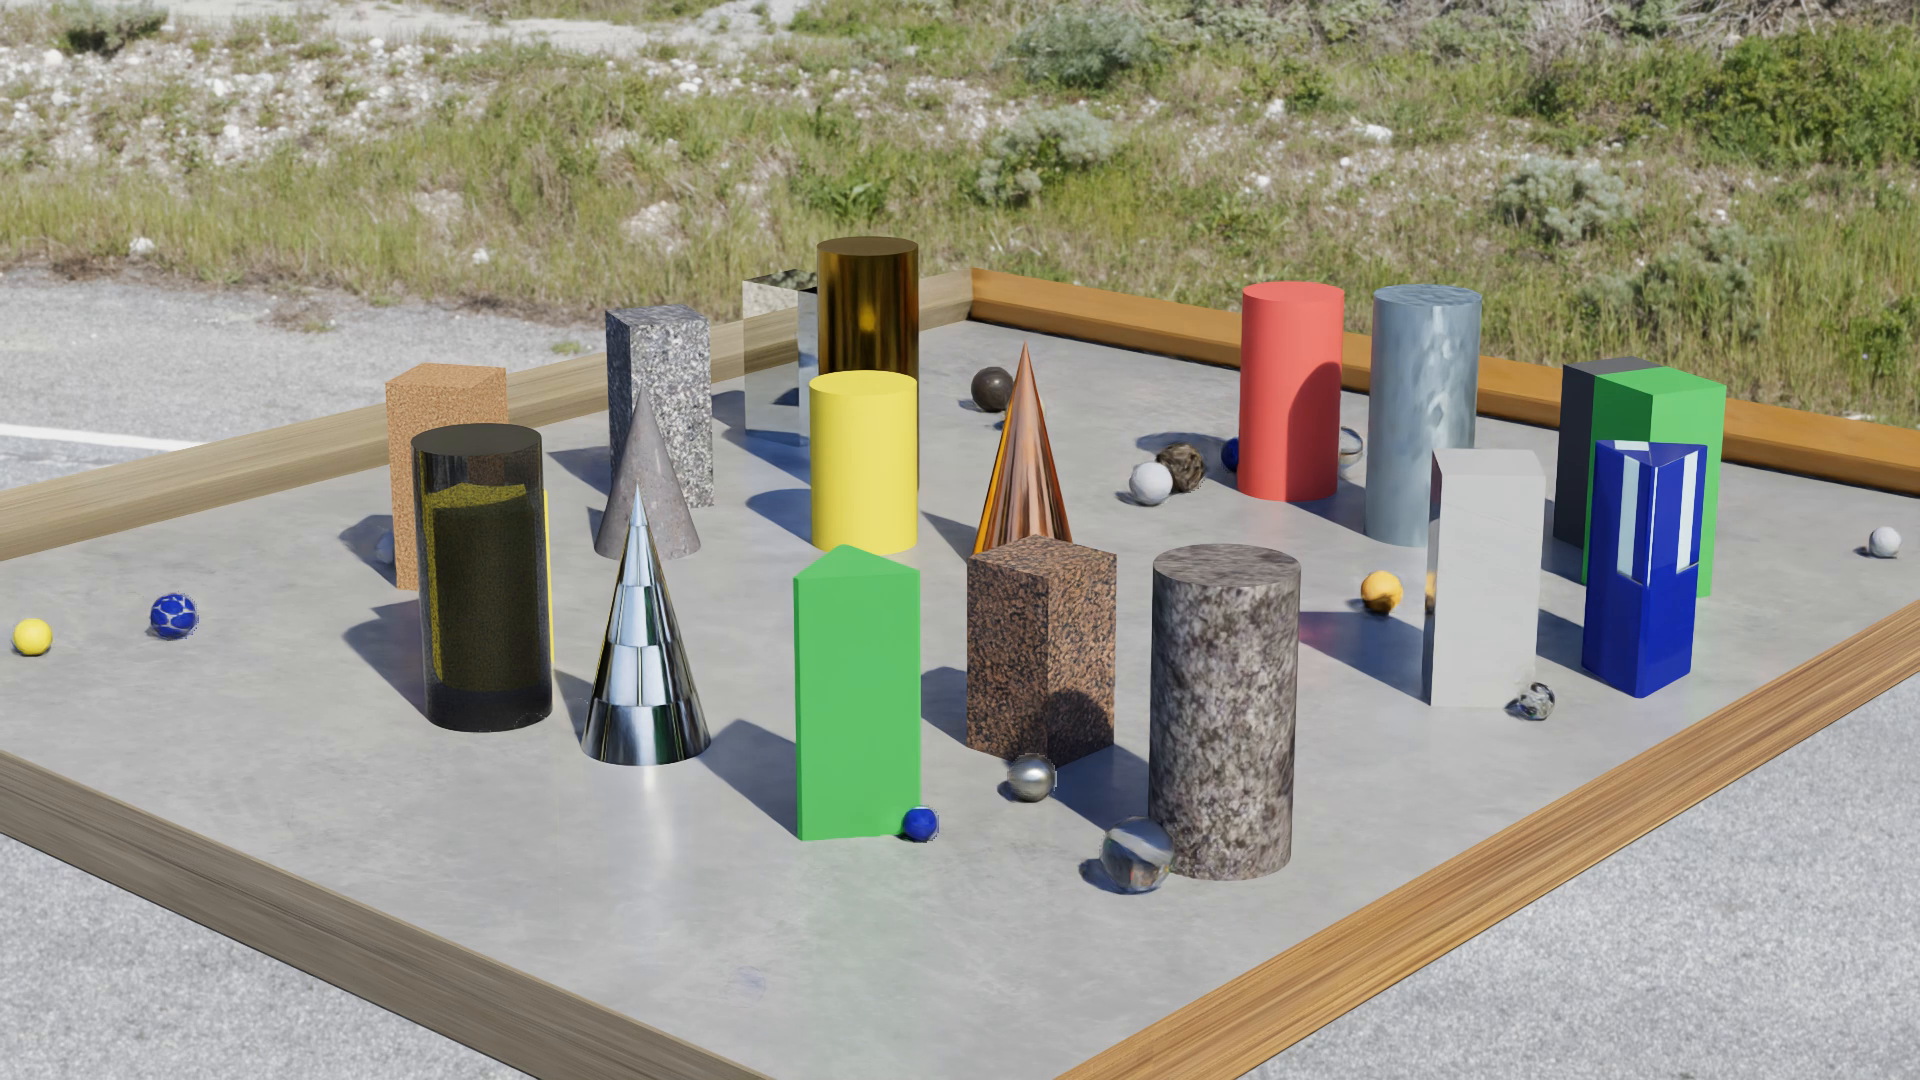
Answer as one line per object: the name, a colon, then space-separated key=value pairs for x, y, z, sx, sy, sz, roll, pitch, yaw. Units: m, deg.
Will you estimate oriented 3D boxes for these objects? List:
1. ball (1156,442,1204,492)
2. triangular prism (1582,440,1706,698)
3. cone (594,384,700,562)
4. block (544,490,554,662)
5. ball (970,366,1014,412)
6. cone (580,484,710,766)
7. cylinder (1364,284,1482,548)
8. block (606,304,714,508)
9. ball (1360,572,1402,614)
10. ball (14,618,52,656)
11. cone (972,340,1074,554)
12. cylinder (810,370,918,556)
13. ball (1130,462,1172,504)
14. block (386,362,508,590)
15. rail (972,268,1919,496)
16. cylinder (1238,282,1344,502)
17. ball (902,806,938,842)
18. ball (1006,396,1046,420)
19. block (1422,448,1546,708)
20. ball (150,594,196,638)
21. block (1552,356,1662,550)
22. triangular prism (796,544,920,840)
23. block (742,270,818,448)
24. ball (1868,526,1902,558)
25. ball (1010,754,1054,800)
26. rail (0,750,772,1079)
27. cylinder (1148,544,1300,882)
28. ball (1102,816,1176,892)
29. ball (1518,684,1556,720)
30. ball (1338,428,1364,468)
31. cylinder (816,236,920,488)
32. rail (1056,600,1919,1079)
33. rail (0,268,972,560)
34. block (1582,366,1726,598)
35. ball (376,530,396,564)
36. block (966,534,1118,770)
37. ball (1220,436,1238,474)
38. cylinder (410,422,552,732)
ball: x=0.431 y=-0.143 z=5.757 sx=0.098 sy=0.098 sz=0.098 roll=0 pitch=17 yaw=0
triangular prism: x=1.069 y=0.036 z=4.675 sx=0.148 sy=0.379 sz=0.170 roll=14 pitch=22 yaw=38
cone: x=-0.577 y=-0.138 z=5.366 sx=0.197 sy=0.313 sz=0.197 roll=0 pitch=17 yaw=0
block: x=-0.773 y=0.056 z=4.764 sx=0.157 sy=0.290 sz=0.157 roll=-12 pitch=21 yaw=-35
ball: x=0.072 y=-0.329 z=6.375 sx=0.097 sy=0.097 sz=0.097 roll=0 pitch=17 yaw=0
cone: x=-0.475 y=0.111 z=4.375 sx=0.197 sy=0.409 sz=0.197 roll=0 pitch=17 yaw=0
cylinder: x=0.856 y=-0.231 z=5.432 sx=0.197 sy=0.454 sz=0.197 roll=0 pitch=17 yaw=0
block: x=-0.579 y=-0.254 z=5.656 sx=0.157 sy=0.368 sz=0.157 roll=-7 pitch=18 yaw=-23
ball: x=0.723 y=0.089 z=5.030 sx=0.072 sy=0.072 sz=0.072 roll=0 pitch=17 yaw=0
ball: x=-1.523 y=0.159 z=4.817 sx=0.062 sy=0.062 sz=0.062 roll=0 pitch=17 yaw=0
cone: x=0.115 y=-0.155 z=5.239 sx=0.197 sy=0.419 sz=0.197 roll=0 pitch=17 yaw=0
cylinder: x=-0.177 y=-0.143 z=5.403 sx=0.197 sy=0.301 sz=0.197 roll=0 pitch=17 yaw=0
ball: x=0.369 y=-0.111 z=5.672 sx=0.084 sy=0.084 sz=0.084 roll=0 pitch=17 yaw=0
block: x=-0.896 y=-0.109 z=5.164 sx=0.157 sy=0.374 sz=0.157 roll=4 pitch=17 yaw=14
rail: x=1.101 y=-0.334 z=6.335 sx=2.886 sy=0.128 sz=0.045 roll=14 pitch=22 yaw=39
cylinder: x=0.646 y=-0.292 z=5.734 sx=0.197 sy=0.395 sz=0.197 roll=0 pitch=17 yaw=0
ball: x=-0.056 y=0.393 z=4.064 sx=0.048 sy=0.048 sz=0.048 roll=0 pitch=17 yaw=0
ball: x=0.139 y=-0.271 z=6.198 sx=0.088 sy=0.088 sz=0.088 roll=0 pitch=17 yaw=0
block: x=0.820 y=0.059 z=4.605 sx=0.157 sy=0.375 sz=0.157 roll=1 pitch=17 yaw=3
ball: x=-1.315 y=0.127 z=4.899 sx=0.076 sy=0.076 sz=0.076 roll=0 pitch=17 yaw=0
block: x=1.211 y=-0.153 z=5.389 sx=0.157 sy=0.330 sz=0.157 roll=-8 pitch=18 yaw=-24
triangular prism: x=-0.152 y=0.209 z=4.098 sx=0.170 sy=0.381 sz=0.148 roll=-3 pitch=17 yaw=-10
block: x=-0.341 y=-0.382 z=6.145 sx=0.157 sy=0.332 sz=0.157 roll=14 pitch=22 yaw=38
ball: x=1.684 y=0.004 z=5.338 sx=0.058 sy=0.058 sz=0.058 roll=0 pitch=17 yaw=0
ball: x=0.103 y=0.341 z=4.206 sx=0.065 sy=0.065 sz=0.065 roll=0 pitch=17 yaw=0
rail: x=-1.101 y=0.398 z=3.905 sx=2.886 sy=0.128 sz=0.045 roll=14 pitch=22 yaw=39
cylinder: x=0.356 y=0.231 z=3.968 sx=0.197 sy=0.414 sz=0.197 roll=0 pitch=17 yaw=0
ball: x=0.237 y=0.417 z=3.896 sx=0.098 sy=0.098 sz=0.098 roll=0 pitch=17 yaw=0
ball: x=0.891 y=0.249 z=4.528 sx=0.056 sy=0.056 sz=0.056 roll=0 pitch=17 yaw=0
ball: x=0.763 y=-0.184 z=5.846 sx=0.082 sy=0.082 sz=0.082 roll=0 pitch=17 yaw=0
cylinder: x=-0.178 y=-0.336 z=5.727 sx=0.197 sy=0.484 sz=0.197 roll=0 pitch=17 yaw=0
rail: x=1.072 y=0.301 z=4.229 sx=0.045 sy=0.128 sz=3.407 roll=14 pitch=22 yaw=39
rail: x=-1.072 y=-0.237 z=6.011 sx=0.045 sy=0.128 sz=3.407 roll=14 pitch=22 yaw=39
block: x=1.207 y=-0.094 z=5.107 sx=0.157 sy=0.378 sz=0.157 roll=-8 pitch=19 yaw=-25
ball: x=-1.025 y=0.013 z=5.299 sx=0.062 sy=0.062 sz=0.062 roll=0 pitch=17 yaw=0
block: x=0.121 y=0.167 z=4.378 sx=0.157 sy=0.300 sz=0.157 roll=14 pitch=22 yaw=39
ball: x=0.561 y=-0.171 z=5.889 sx=0.075 sy=0.075 sz=0.075 roll=0 pitch=17 yaw=0
cylinder: x=-0.733 y=0.057 z=4.506 sx=0.197 sy=0.437 sz=0.197 roll=0 pitch=17 yaw=0
